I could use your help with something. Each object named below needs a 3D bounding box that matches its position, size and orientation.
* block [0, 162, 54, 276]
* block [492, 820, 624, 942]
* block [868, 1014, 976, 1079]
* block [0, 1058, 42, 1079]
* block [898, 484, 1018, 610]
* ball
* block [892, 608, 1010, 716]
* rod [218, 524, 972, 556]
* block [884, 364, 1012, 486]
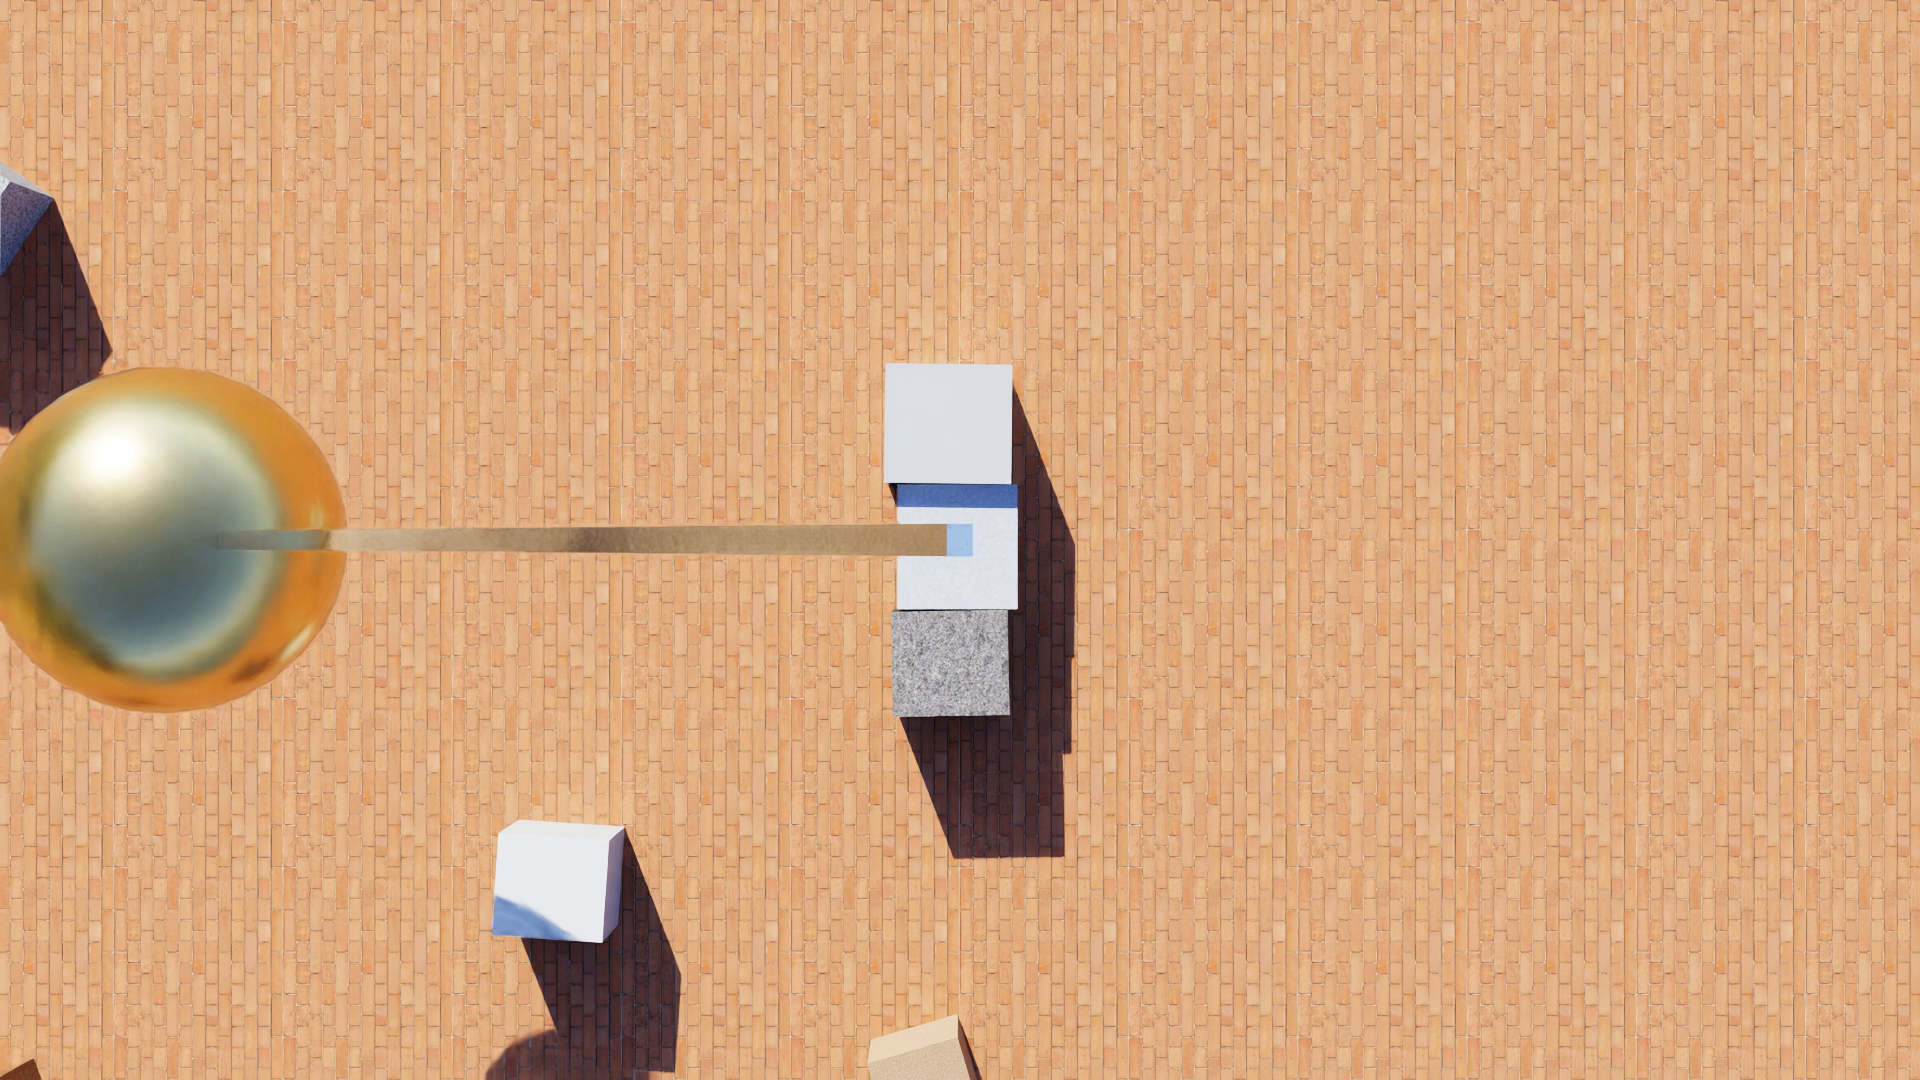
[{"bbox_3d":[-5.833,-1.905,12.699,0.660,0.603,0.731,34,90,0],"label":"block"},{"bbox_3d":[-2.313,1.964,12.708,0.625,0.584,0.579,4,90,0],"label":"block"},{"bbox_3d":[-0.176,3.192,12.698,0.532,0.605,0.655,-16,90,0],"label":"block"},{"bbox_3d":[-5.620,3.470,12.672,0.563,0.655,0.655,-21,90,0],"label":"block"},{"bbox_3d":[-0.014,0.038,12.708,0.677,0.584,0.705,0,90,0],"label":"block"},{"bbox_3d":[-3.648,0.000,10.134,1.600,1.600,1.600,0,90,0],"label":"ball"},{"bbox_3d":[-0.055,0.696,12.705,0.658,0.591,0.593,-1,90,0],"label":"block"},{"bbox_3d":[-1.581,0.000,7.434,0.080,5.200,0.080,0,90,-37],"label":"rod"},{"bbox_3d":[-0.065,-0.652,12.662,0.710,0.675,0.668,1,90,0],"label":"block"}]
